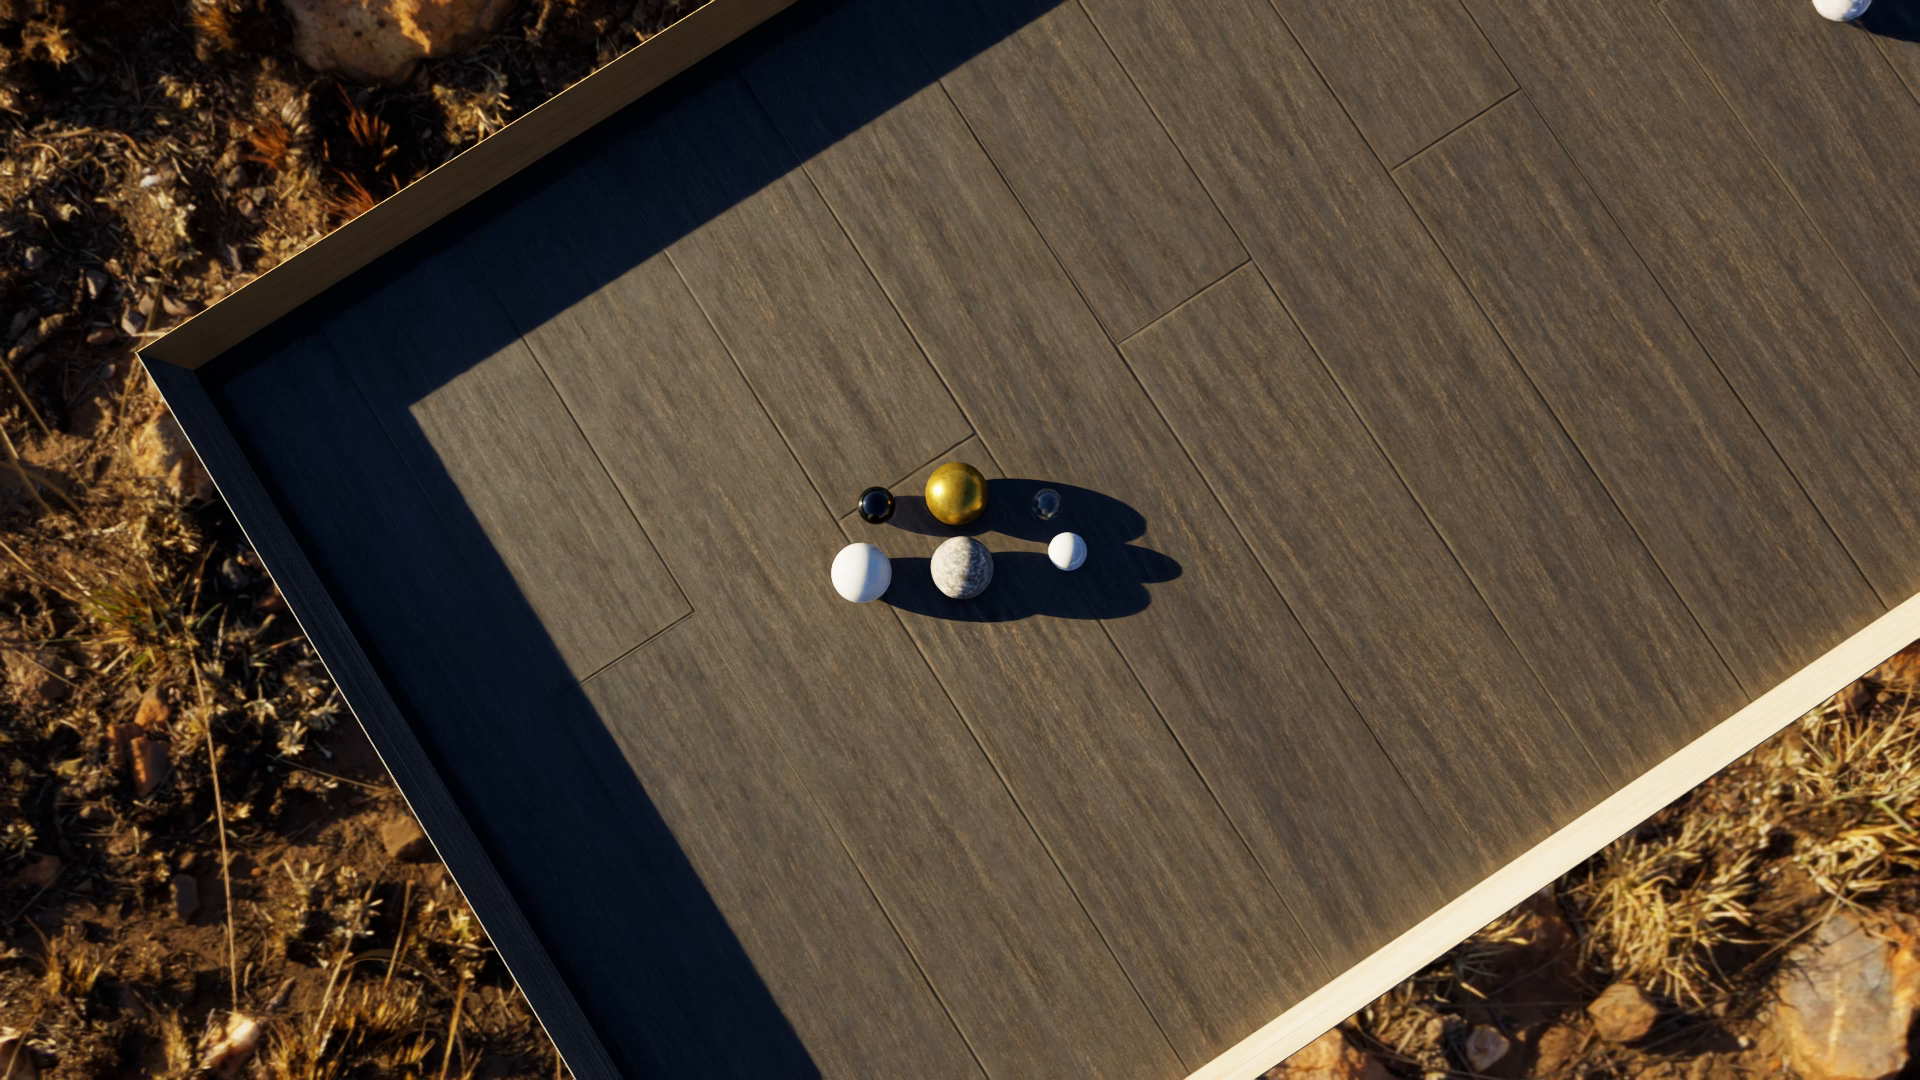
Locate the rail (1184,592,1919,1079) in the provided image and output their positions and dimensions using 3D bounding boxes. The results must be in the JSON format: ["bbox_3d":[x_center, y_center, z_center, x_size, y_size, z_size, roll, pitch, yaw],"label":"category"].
[{"bbox_3d":[1.192,0.239,3.203,3.483,0.123,0.045,-32,84,-4],"label":"rail"}]

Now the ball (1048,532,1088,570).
[{"bbox_3d":[0.160,0.017,3.266,0.058,0.058,0.058,0,82,0],"label":"ball"}]

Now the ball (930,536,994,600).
[{"bbox_3d":[0.003,0.041,3.245,0.094,0.094,0.094,0,82,0],"label":"ball"}]

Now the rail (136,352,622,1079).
[{"bbox_3d":[-0.713,0.450,3.175,0.045,0.123,1.747,-32,84,-4],"label":"rail"}]

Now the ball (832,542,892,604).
[{"bbox_3d":[-0.145,0.049,3.246,0.090,0.090,0.090,0,82,0],"label":"ball"}]

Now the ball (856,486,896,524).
[{"bbox_3d":[-0.125,-0.052,3.275,0.058,0.058,0.058,0,82,0],"label":"ball"}]

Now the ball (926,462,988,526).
[{"bbox_3d":[-0.004,-0.069,3.259,0.094,0.094,0.094,0,82,0],"label":"ball"}]

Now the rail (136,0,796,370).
[{"bbox_3d":[0.274,-1.179,3.392,3.483,0.123,0.045,-32,84,-4],"label":"rail"}]

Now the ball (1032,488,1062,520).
[{"bbox_3d":[0.130,-0.053,3.281,0.047,0.047,0.047,0,82,0],"label":"ball"}]

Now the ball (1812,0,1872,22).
[{"bbox_3d":[1.351,-0.839,3.364,0.090,0.090,0.090,0,82,0],"label":"ball"}]
